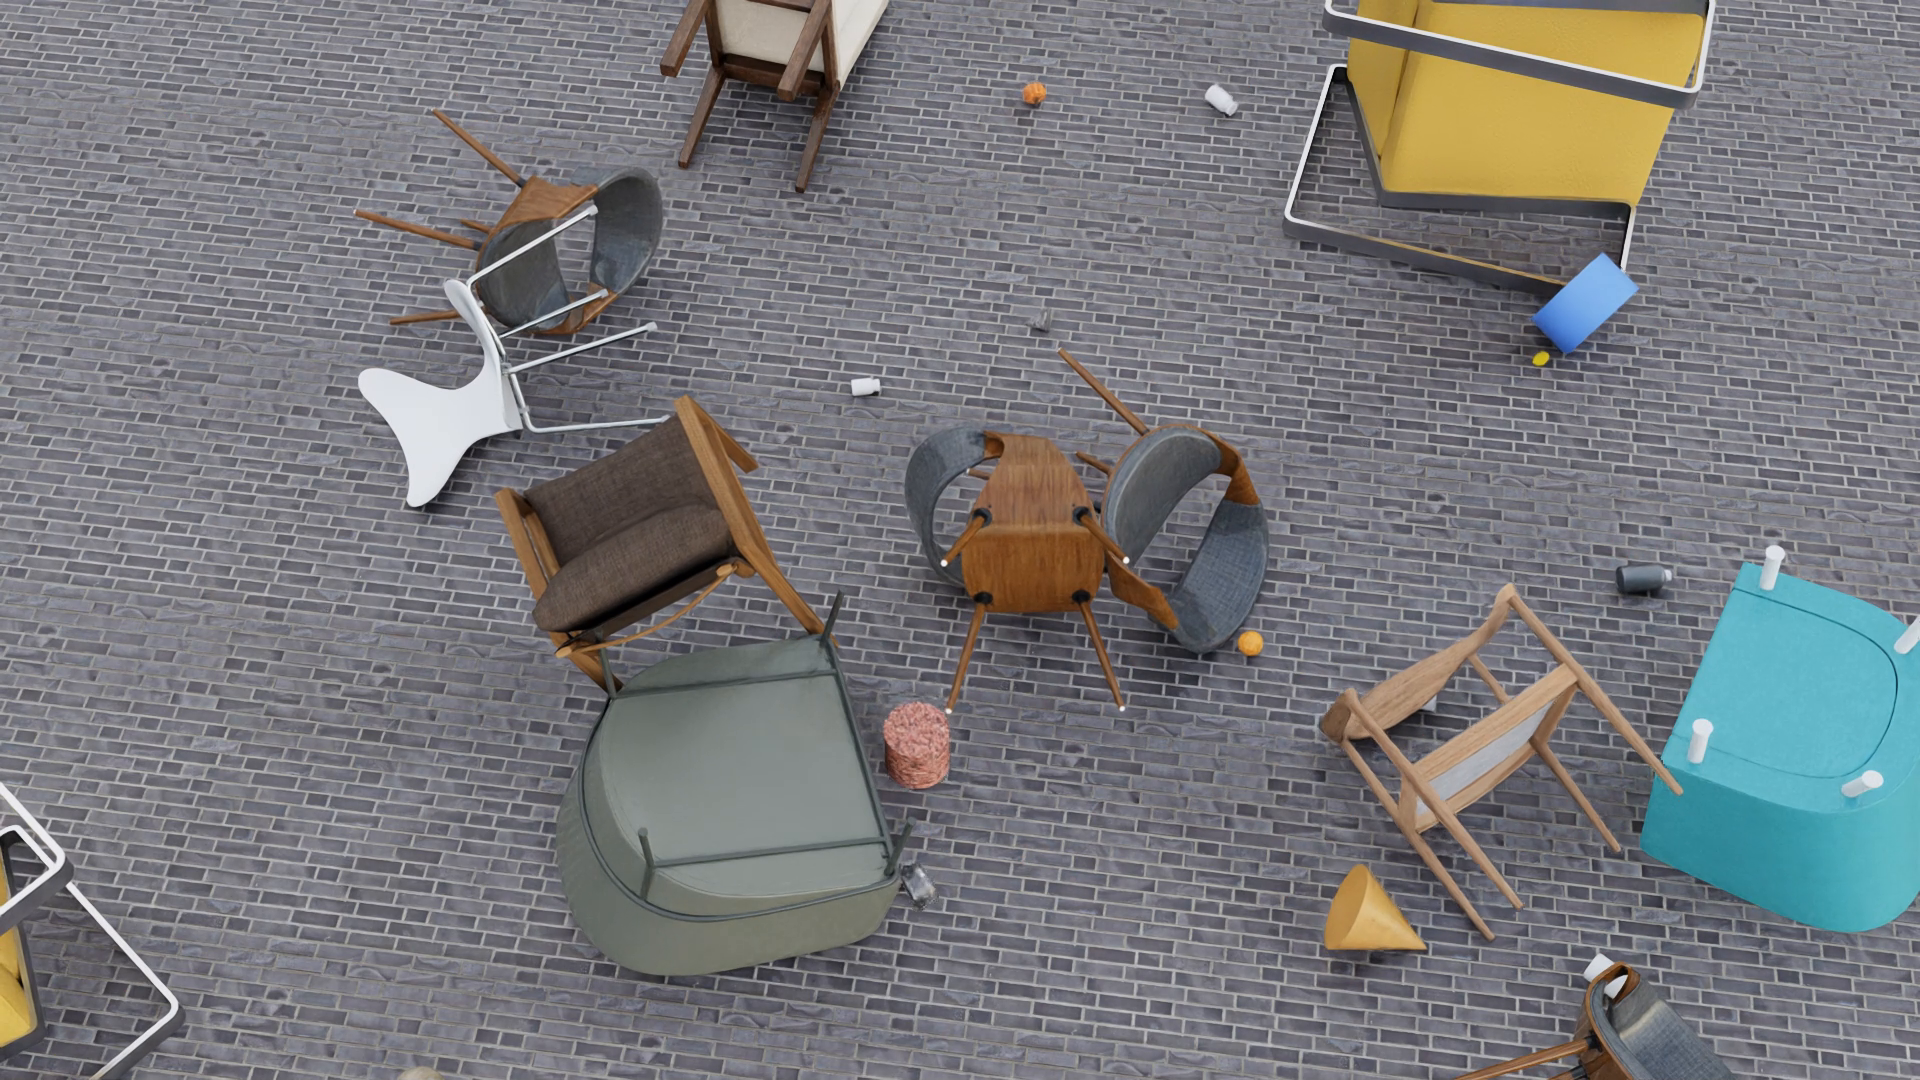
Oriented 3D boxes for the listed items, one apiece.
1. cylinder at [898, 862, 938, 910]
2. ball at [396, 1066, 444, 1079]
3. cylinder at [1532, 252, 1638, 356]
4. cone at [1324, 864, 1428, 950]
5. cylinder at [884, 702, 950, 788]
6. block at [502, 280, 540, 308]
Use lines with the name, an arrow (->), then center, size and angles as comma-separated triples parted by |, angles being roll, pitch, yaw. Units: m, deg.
cylinder -> -0.113, 0.923, 5.882 | 0.063, 0.113, 0.111 | -29, 38, -13
ball -> -1.365, 1.397, 5.554 | 0.137, 0.137, 0.137 | 0, 56, 0
cylinder -> 1.947, -0.735, 6.856 | 0.298, 0.318, 0.157 | -44, 83, 7
cone -> 1.132, 1.029, 5.827 | 0.256, 0.199, 0.256 | 28, 53, -7
cylinder -> -0.119, 0.568, 6.079 | 0.181, 0.185, 0.172 | 3, 58, 2
block -> -1.413, -0.792, 7.076 | 0.094, 0.048, 0.066 | 11, 57, 7
